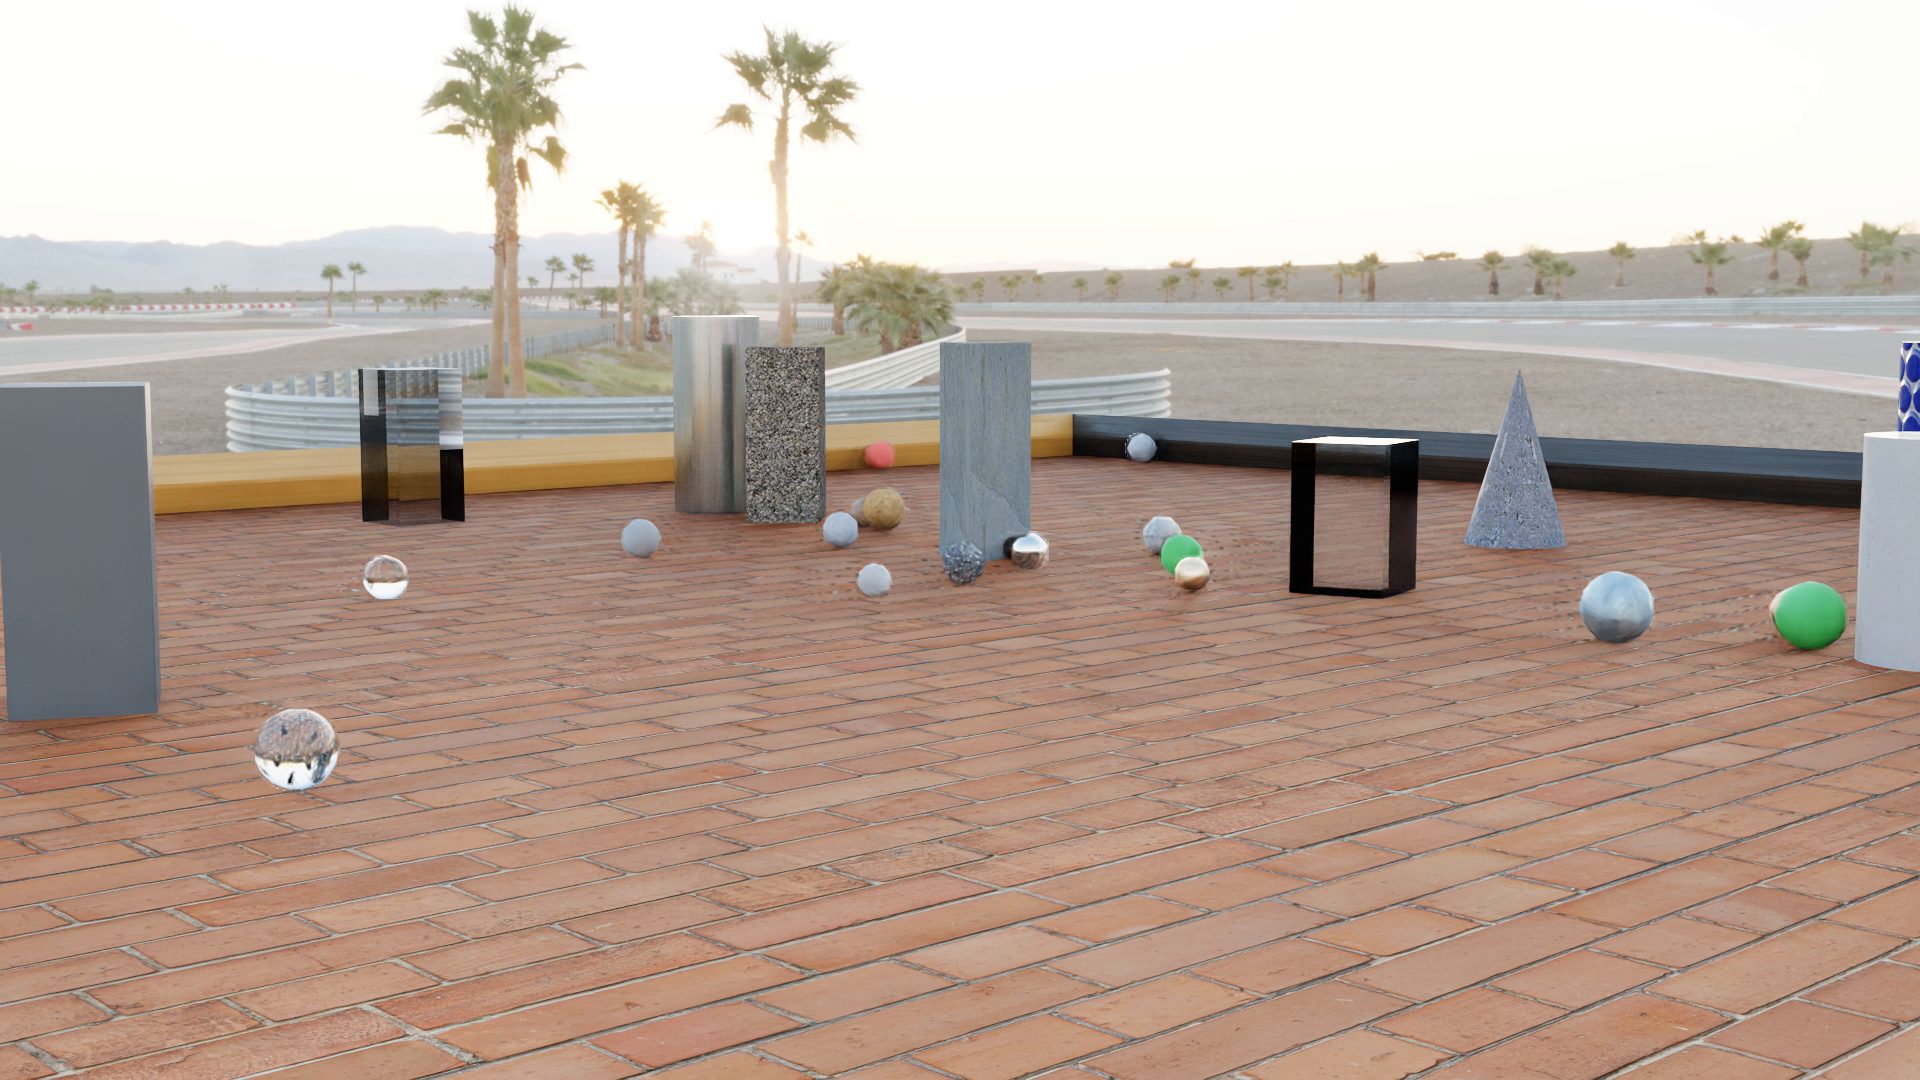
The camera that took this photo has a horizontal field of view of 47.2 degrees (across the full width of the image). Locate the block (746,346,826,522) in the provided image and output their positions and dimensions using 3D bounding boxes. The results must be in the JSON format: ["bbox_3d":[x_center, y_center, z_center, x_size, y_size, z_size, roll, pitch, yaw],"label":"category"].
[{"bbox_3d":[-0.366,-0.224,4.630,0.152,0.362,0.152,0,6,1],"label":"block"}]

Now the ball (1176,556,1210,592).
[{"bbox_3d":[0.366,0.054,3.467,0.054,0.054,0.054,0,6,0],"label":"ball"}]

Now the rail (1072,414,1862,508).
[{"bbox_3d":[1.844,-0.146,5.024,0.045,0.123,4.483,-6,8,-42],"label":"rail"}]

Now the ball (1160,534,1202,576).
[{"bbox_3d":[0.369,0.026,3.655,0.070,0.070,0.070,0,6,0],"label":"ball"}]

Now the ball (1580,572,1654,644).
[{"bbox_3d":[0.875,0.090,2.931,0.095,0.095,0.095,0,6,0],"label":"ball"}]

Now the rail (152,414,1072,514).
[{"bbox_3d":[-1.504,-0.139,4.953,5.066,0.123,0.045,-6,8,-42],"label":"rail"}]

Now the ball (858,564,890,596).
[{"bbox_3d":[-0.133,0.063,3.399,0.051,0.051,0.051,0,6,0],"label":"ball"}]

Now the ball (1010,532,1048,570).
[{"bbox_3d":[0.118,0.020,3.748,0.063,0.063,0.063,0,6,0],"label":"ball"}]

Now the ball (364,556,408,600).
[{"bbox_3d":[-0.878,0.058,3.364,0.067,0.067,0.067,0,6,0],"label":"ball"}]

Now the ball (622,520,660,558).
[{"bbox_3d":[-0.571,-0.003,3.942,0.068,0.068,0.068,0,6,0],"label":"ball"}]

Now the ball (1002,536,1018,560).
[{"bbox_3d":[0.096,0.015,3.894,0.042,0.042,0.042,0,6,0],"label":"ball"}]

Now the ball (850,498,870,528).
[{"bbox_3d":[-0.195,-0.056,4.481,0.060,0.060,0.060,0,6,0],"label":"ball"}]

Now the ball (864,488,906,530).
[{"bbox_3d":[-0.152,-0.062,4.419,0.084,0.084,0.084,0,6,0],"label":"ball"}]

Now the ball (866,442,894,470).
[{"bbox_3d":[-0.222,-0.232,6.055,0.079,0.079,0.079,0,6,0],"label":"ball"}]

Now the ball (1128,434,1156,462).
[{"bbox_3d":[0.527,-0.265,6.360,0.082,0.082,0.082,0,6,0],"label":"ball"}]

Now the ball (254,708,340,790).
[{"bbox_3d":[-0.615,0.194,2.038,0.075,0.075,0.075,0,6,0],"label":"ball"}]

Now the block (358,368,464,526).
[{"bbox_3d":[-1.142,-0.197,4.579,0.152,0.319,0.152,-6,8,-44],"label":"block"}]

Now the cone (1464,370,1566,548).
[{"bbox_3d":[1.053,-0.158,4.155,0.190,0.332,0.190,0,6,0],"label":"cone"}]

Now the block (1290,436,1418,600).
[{"bbox_3d":[0.621,-0.038,3.464,0.152,0.237,0.152,4,7,31],"label":"block"}]

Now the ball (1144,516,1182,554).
[{"bbox_3d":[0.366,-0.008,3.980,0.070,0.070,0.070,0,6,0],"label":"ball"}]

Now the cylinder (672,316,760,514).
[{"bbox_3d":[-0.534,-0.278,4.836,0.190,0.426,0.190,0,6,0],"label":"cylinder"}]

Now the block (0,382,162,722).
[{"bbox_3d":[-0.981,0.007,2.453,0.152,0.360,0.152,-2,6,-18],"label":"block"}]

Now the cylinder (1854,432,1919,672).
[{"bbox_3d":[1.231,0.012,2.762,0.190,0.285,0.190,0,6,0],"label":"cylinder"}]

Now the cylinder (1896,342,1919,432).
[{"bbox_3d":[1.721,-0.148,3.801,0.190,0.386,0.190,0,6,0],"label":"cylinder"}]

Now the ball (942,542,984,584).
[{"bbox_3d":[0.006,0.038,3.552,0.068,0.068,0.068,0,6,0],"label":"ball"}]

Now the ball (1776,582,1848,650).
[{"bbox_3d":[1.114,0.099,2.876,0.088,0.088,0.088,0,6,0],"label":"ball"}]

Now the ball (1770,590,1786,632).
[{"bbox_3d":[1.130,0.099,2.970,0.069,0.069,0.069,0,6,0],"label":"ball"}]

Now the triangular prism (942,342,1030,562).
[{"bbox_3d":[0.018,-0.161,3.933,0.143,0.383,0.165,6,8,44],"label":"triangular prism"}]

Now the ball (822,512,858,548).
[{"bbox_3d":[-0.223,-0.019,4.100,0.066,0.066,0.066,0,6,0],"label":"ball"}]
